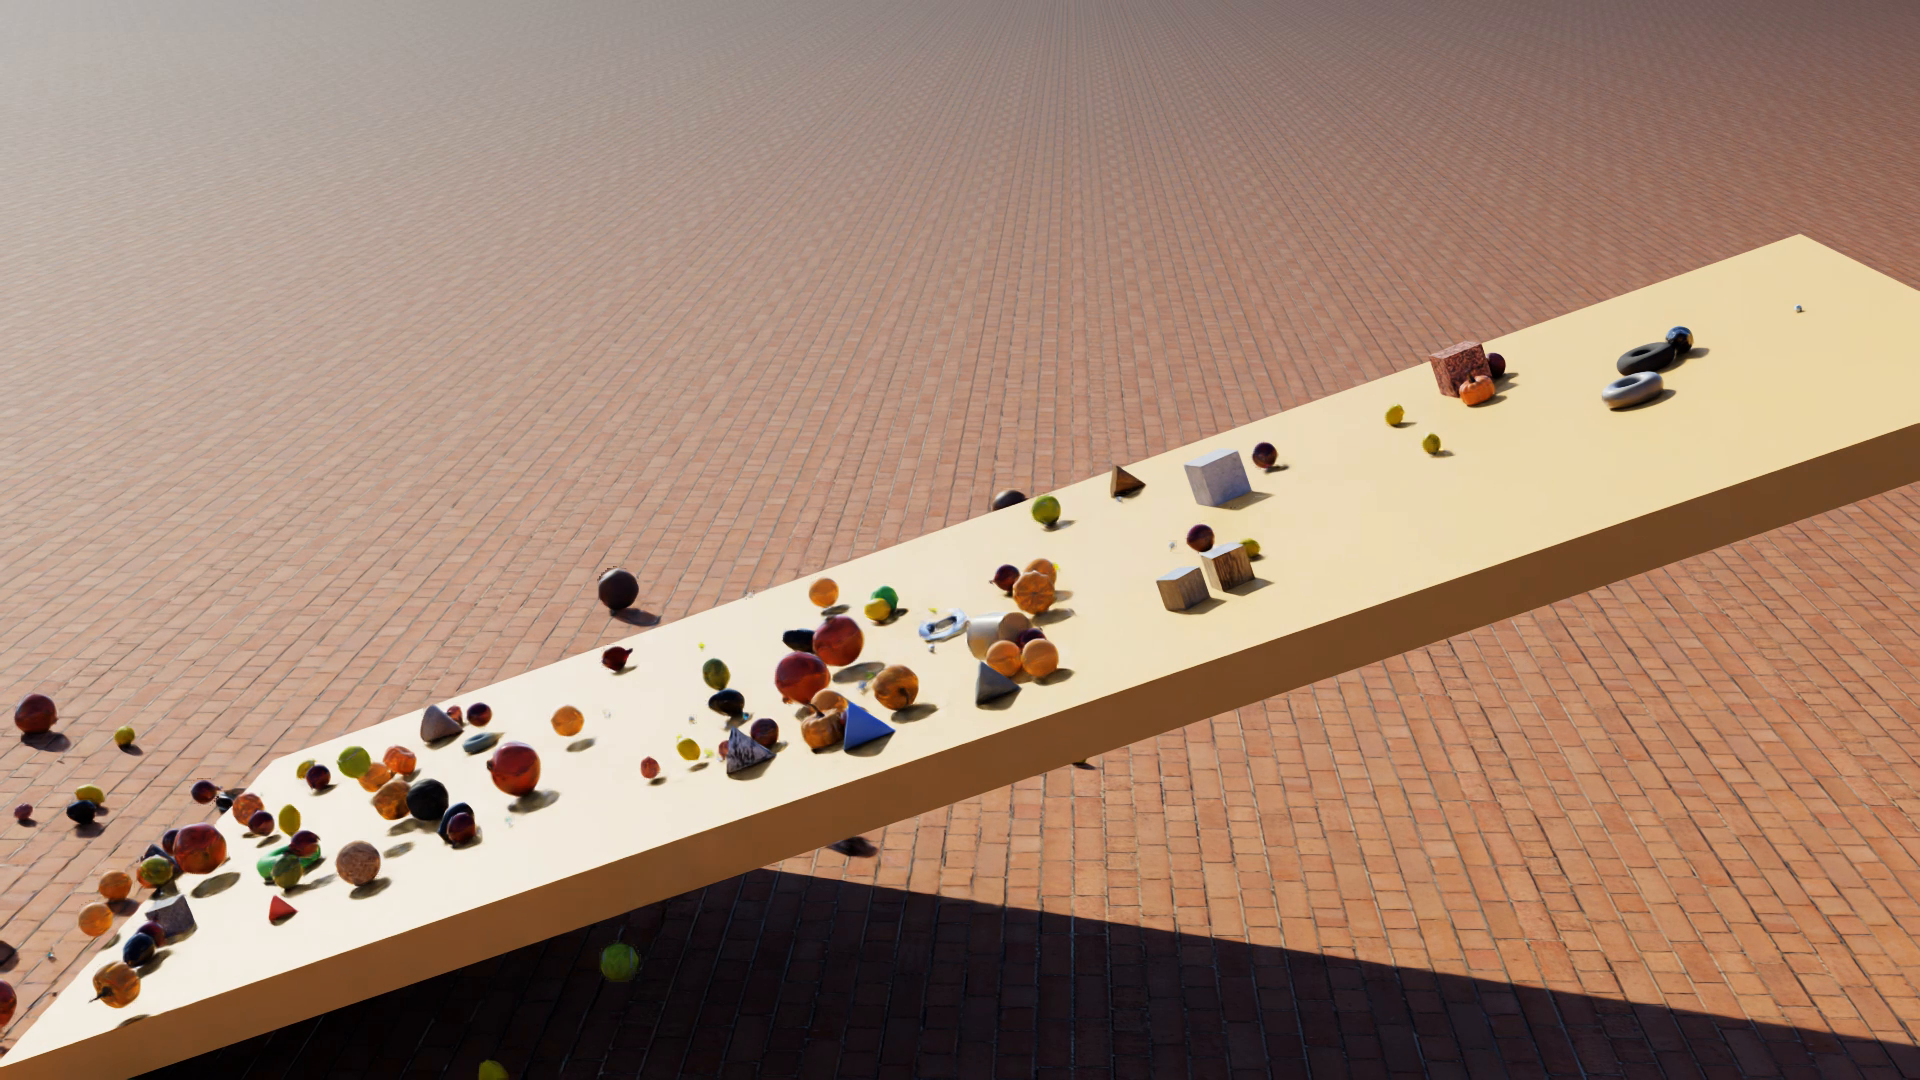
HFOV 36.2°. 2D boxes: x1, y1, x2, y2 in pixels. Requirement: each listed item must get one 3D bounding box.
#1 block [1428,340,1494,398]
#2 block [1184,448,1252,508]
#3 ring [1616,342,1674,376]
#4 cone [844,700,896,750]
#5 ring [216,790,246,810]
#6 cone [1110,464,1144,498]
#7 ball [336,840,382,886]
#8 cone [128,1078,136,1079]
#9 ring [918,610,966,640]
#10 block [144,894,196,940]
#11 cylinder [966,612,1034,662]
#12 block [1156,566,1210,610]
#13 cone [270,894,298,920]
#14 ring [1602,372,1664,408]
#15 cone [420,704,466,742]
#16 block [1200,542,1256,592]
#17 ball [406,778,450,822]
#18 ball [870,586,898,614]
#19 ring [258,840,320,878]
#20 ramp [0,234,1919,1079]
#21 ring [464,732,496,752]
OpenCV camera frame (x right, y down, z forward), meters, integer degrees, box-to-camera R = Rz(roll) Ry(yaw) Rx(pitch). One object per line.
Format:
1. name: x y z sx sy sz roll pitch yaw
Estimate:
1. block: 1.140 -0.388 6.688 0.096 0.096 0.096 -22 11 -8
2. block: 0.568 -0.138 6.496 0.096 0.096 0.096 -23 12 -16
3. ring: 1.458 -0.384 6.253 0.125 0.042 0.125 -20 12 4
4. cone: -0.167 0.357 5.570 0.096 0.096 0.096 6 12 -3
5. ring: -1.819 0.655 7.406 0.109 0.036 0.109 1 11 0
6. cone: 0.401 -0.135 6.934 0.079 0.079 0.079 6 12 -7
7. ball: -1.204 0.647 5.887 0.090 0.090 0.090 0 13 0
8. cone: -1.623 1.056 5.630 0.070 0.070 0.070 -24 0 29
9. ring: -0.038 0.178 6.212 0.109 0.036 0.109 -19 12 4
10. block: -1.632 0.779 6.074 0.063 0.063 0.063 -18 11 12
11. cylinder: 0.080 0.190 5.788 0.095 0.095 0.095 -10 3 -38
12. block: 0.433 0.094 5.711 0.065 0.065 0.065 -27 13 -31
13. cone: -1.346 0.738 5.871 0.052 0.052 0.052 7 13 2
14. ring: 1.377 -0.306 6.020 0.130 0.043 0.130 -20 12 5
15. cone: -1.218 0.445 6.991 0.095 0.095 0.095 11 15 15
16. block: 0.522 0.052 5.741 0.071 0.071 0.071 -22 11 -11
17. ball: -1.124 0.549 6.212 0.090 0.090 0.090 0 13 0
18. ball: -0.170 0.133 6.586 0.063 0.063 0.063 0 13 0
19. ring: -1.424 0.676 6.243 0.140 0.047 0.140 -19 10 3
20. ramp: 0.113 0.178 6.300 4.000 0.100 2.000 -19 11 6
21. ring: -1.101 0.463 6.742 0.079 0.026 0.079 -19 12 4
